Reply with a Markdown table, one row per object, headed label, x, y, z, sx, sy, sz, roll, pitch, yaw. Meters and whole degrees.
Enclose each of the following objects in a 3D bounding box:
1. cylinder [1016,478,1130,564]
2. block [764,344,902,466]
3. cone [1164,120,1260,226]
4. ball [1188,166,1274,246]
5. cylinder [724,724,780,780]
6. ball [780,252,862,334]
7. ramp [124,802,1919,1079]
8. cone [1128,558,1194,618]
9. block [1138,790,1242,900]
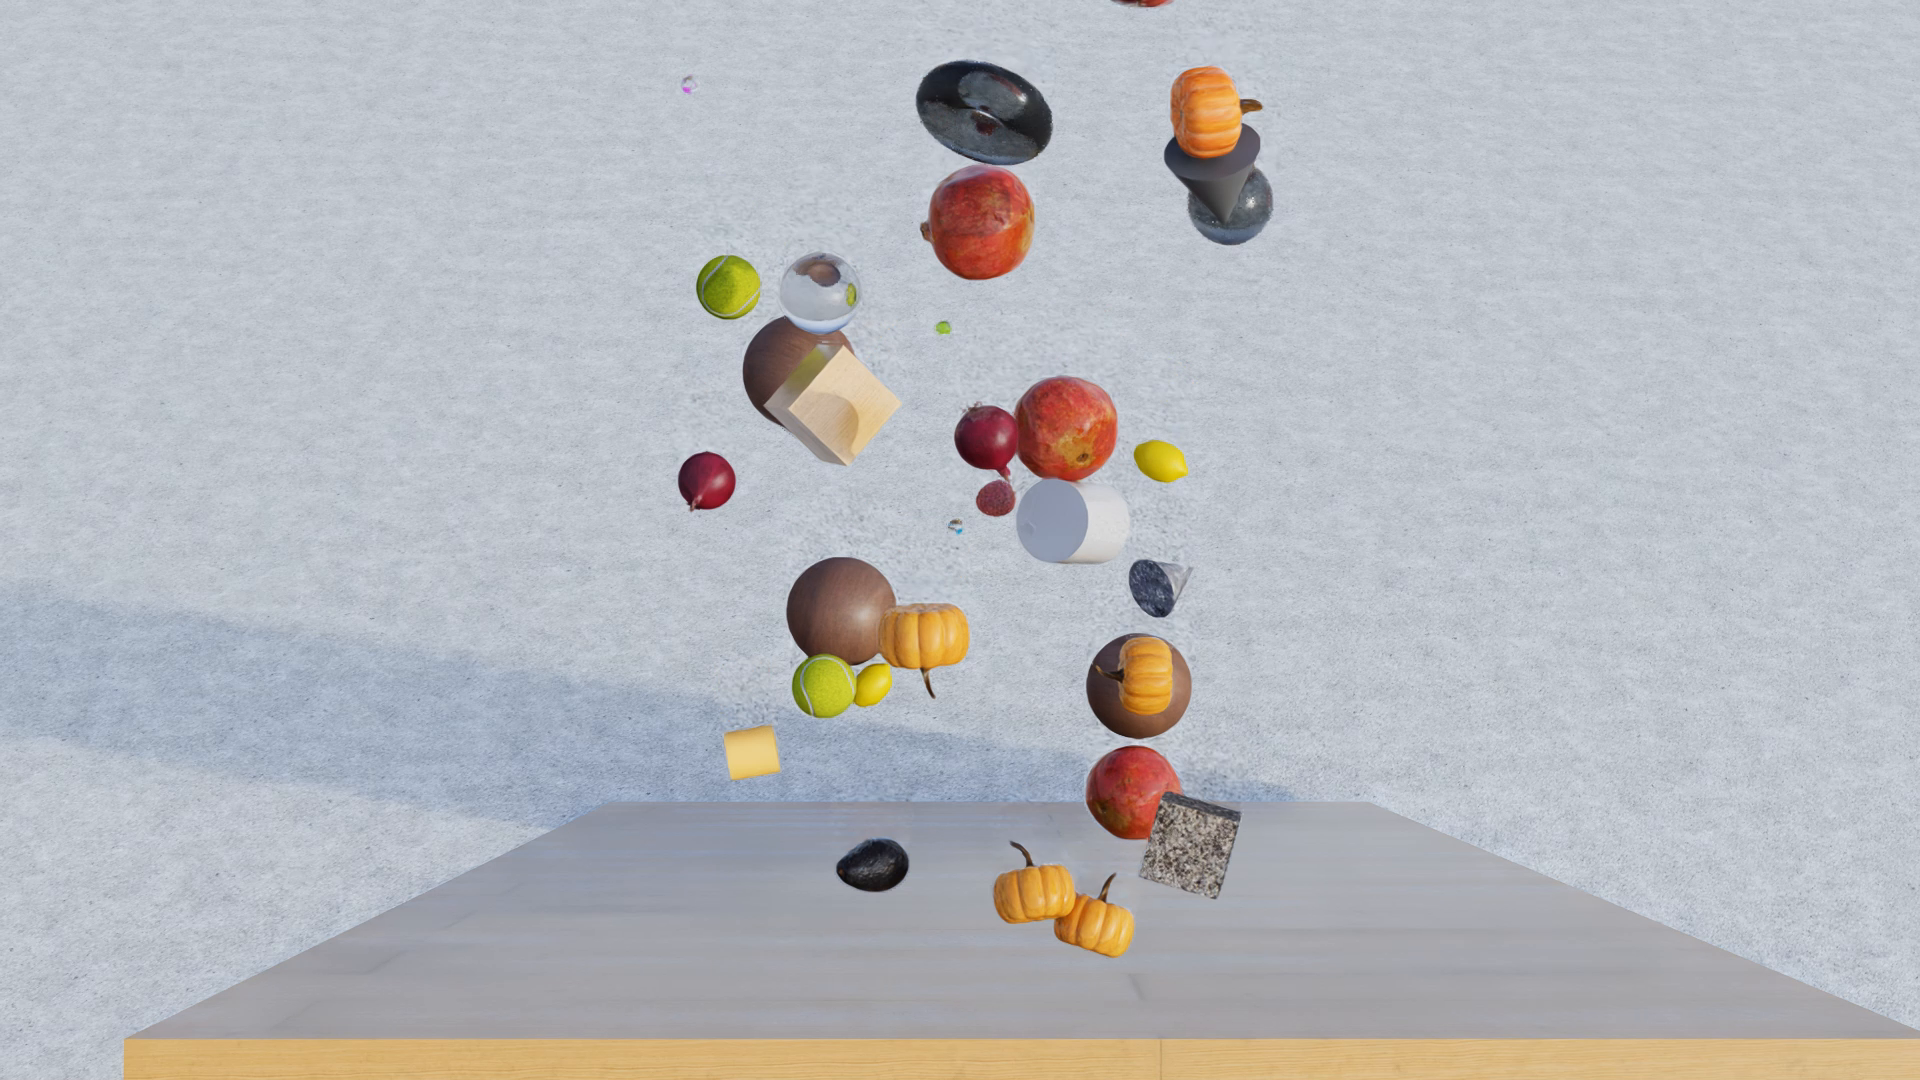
| label | x | y | z | sx | sy | sz | roll | pitch | yaw |
| --- | --- | --- | --- | --- | --- | --- | --- | --- | --- |
| cylinder | 0.123 | -0.020 | 2.820 | 0.090 | 0.090 | 0.090 | 25 | 12 | 31 |
| block | -0.125 | -0.133 | 2.548 | 0.082 | 0.082 | 0.082 | -50 | 19 | -10 |
| cone | 0.224 | -0.304 | 2.247 | 0.083 | 0.083 | 0.083 | -8 | 44 | 8 |
| ball | 0.243 | -0.304 | 2.338 | 0.077 | 0.077 | 0.077 | 0 | 36 | 0 |
| cylinder | -0.224 | 0.229 | 2.800 | 0.052 | 0.052 | 0.052 | -10 | 36 | -3 |
| ball | -0.141 | -0.249 | 2.628 | 0.083 | 0.083 | 0.083 | 0 | 36 | 0 |
| ramp | 0.078 | 0.670 | 4.860 | 2.000 | 0.100 | 4.000 | 0 | -2 | 0 |
| cone | 0.209 | 0.037 | 2.553 | 0.061 | 0.061 | 0.061 | -22 | 41 | -37 |
| block | 0.238 | 0.314 | 2.685 | 0.082 | 0.082 | 0.082 | 16 | 3 | 8 |
